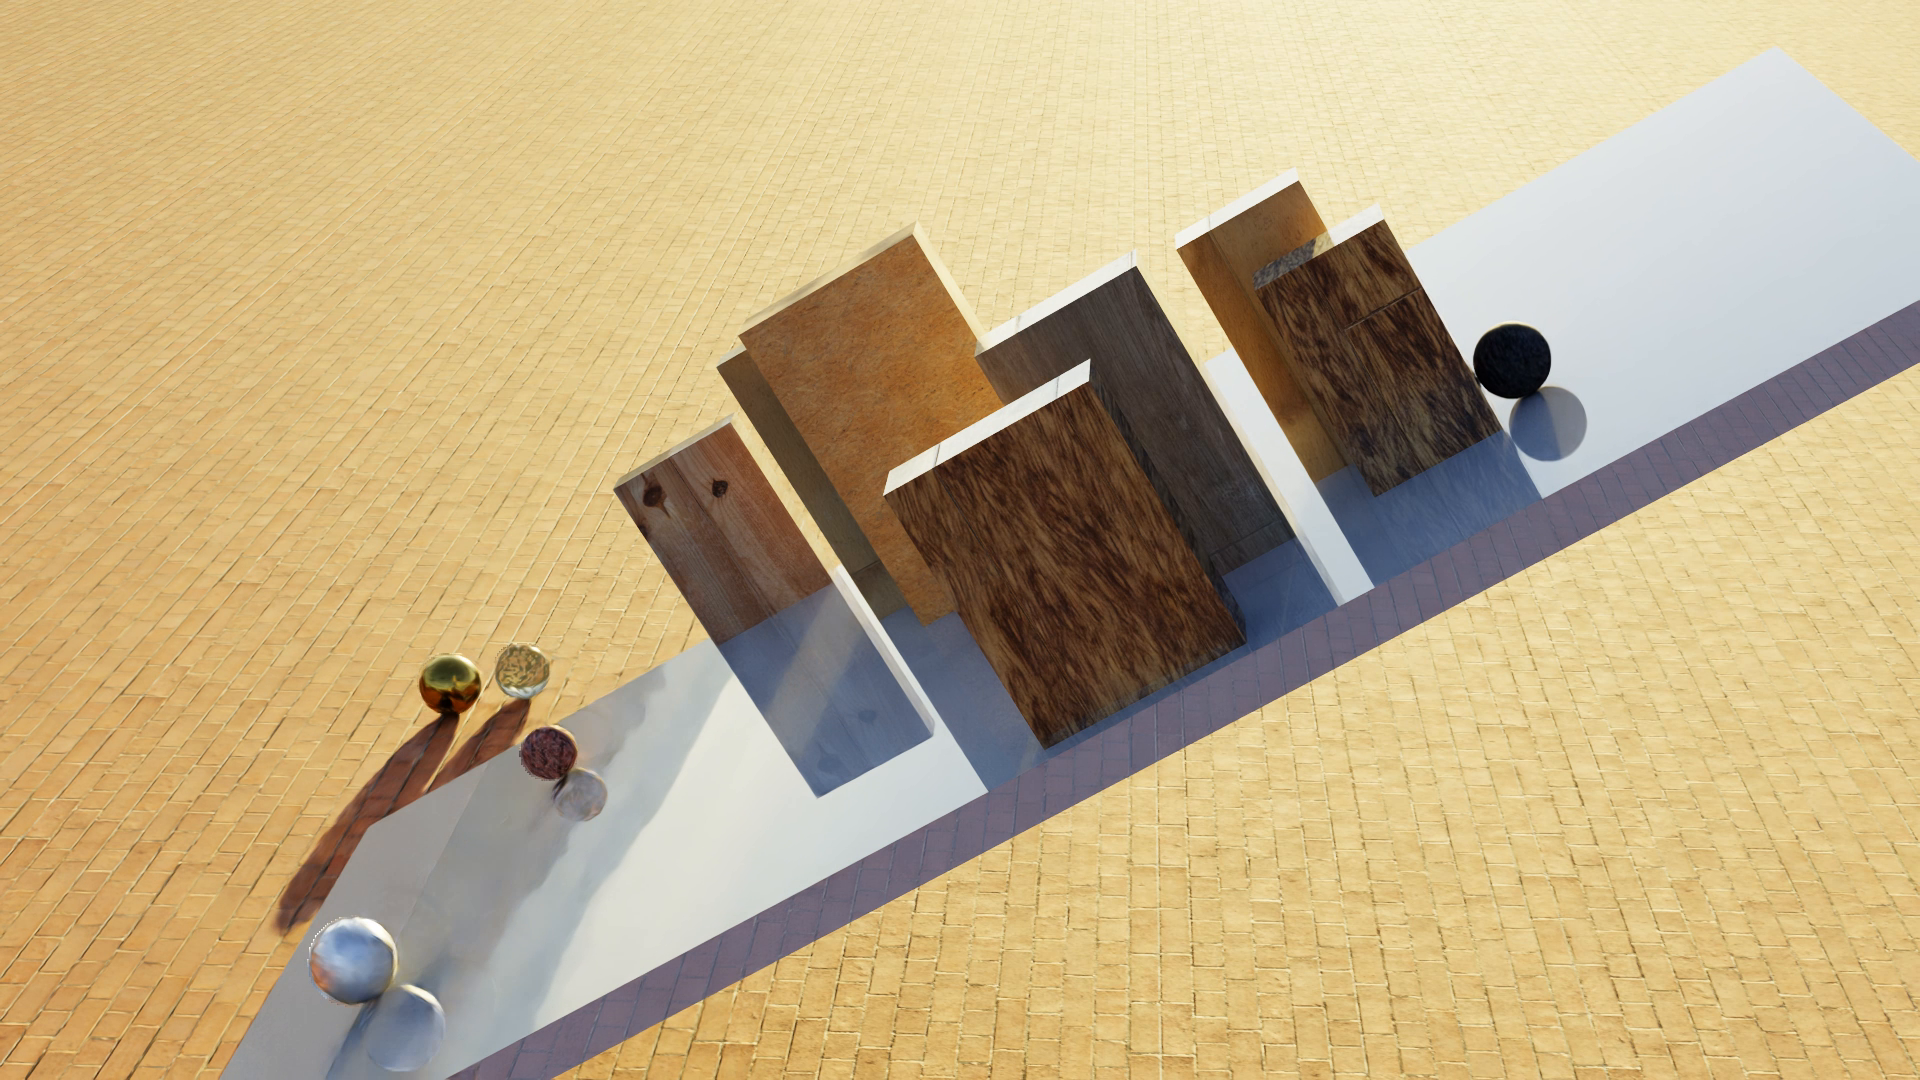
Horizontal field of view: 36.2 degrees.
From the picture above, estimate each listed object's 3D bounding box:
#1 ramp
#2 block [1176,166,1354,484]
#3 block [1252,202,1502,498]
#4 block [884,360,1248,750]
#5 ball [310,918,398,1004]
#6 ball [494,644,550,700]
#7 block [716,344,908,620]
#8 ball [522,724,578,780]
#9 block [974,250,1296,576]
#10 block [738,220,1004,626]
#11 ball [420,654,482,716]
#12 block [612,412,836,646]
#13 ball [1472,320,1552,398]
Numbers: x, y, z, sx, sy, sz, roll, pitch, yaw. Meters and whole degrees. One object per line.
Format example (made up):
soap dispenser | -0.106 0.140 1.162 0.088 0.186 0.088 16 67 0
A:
ramp | 0.142 0.168 6.287 4.000 0.100 2.000 -29 15 12
block | 0.681 -0.422 5.811 0.271 0.552 0.126 -29 15 12
block | 0.787 -0.358 5.554 0.272 0.466 0.138 -29 15 12
block | 0.193 0.030 5.312 0.422 0.564 0.142 -29 15 12
ball | -1.293 0.899 6.277 0.184 0.184 0.184 0 19 0
ball | -1.292 0.390 8.691 0.163 0.163 0.163 0 19 0
block | -0.191 -0.208 6.617 0.399 0.693 0.089 -29 15 12
ball | -0.980 0.506 7.026 0.130 0.130 0.130 0 19 0
block | 0.339 -0.198 5.654 0.353 0.615 0.137 -29 15 12
block | -0.086 -0.247 6.386 0.438 0.766 0.134 -29 15 12
ball | -1.485 0.422 8.572 0.179 0.179 0.179 0 19 0
block | -0.577 -0.025 7.247 0.343 0.474 0.092 -29 15 12
ball | 1.051 -0.343 5.598 0.148 0.148 0.148 0 19 0
